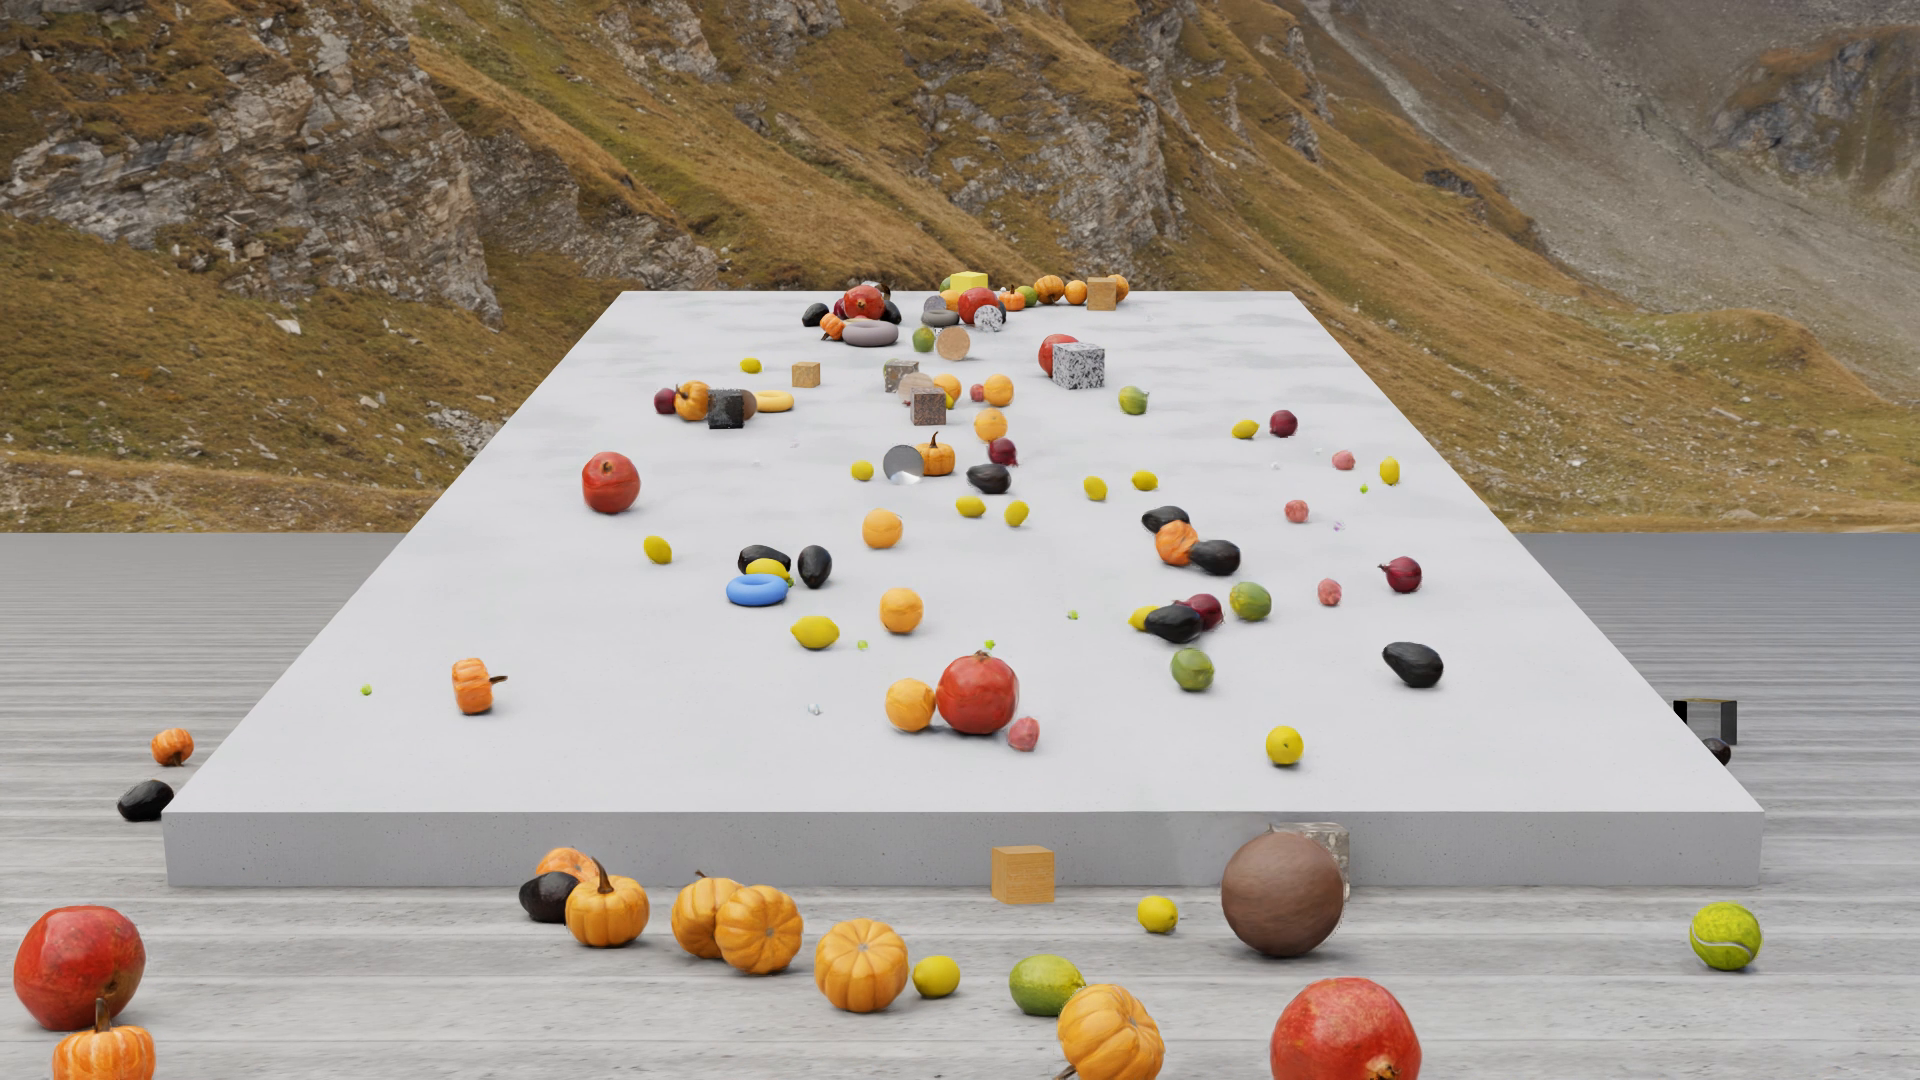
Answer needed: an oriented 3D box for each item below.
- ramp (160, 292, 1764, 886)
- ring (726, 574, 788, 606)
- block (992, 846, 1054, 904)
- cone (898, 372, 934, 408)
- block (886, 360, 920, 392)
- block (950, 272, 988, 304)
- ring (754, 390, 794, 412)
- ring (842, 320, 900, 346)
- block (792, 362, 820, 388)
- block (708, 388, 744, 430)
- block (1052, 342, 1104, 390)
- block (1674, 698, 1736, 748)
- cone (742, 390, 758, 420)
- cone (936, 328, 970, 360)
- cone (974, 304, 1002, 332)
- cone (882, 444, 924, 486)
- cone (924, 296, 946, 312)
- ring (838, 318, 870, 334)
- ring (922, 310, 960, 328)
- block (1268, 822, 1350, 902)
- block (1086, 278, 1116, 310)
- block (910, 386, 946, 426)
[{"bbox_3d":[-0.002,-0.155,4.685,2.000,0.100,4.000,0,16,0],"label":"ramp"},{"bbox_3d":[-0.332,0.081,3.600,0.102,0.034,0.102,-1,16,0],"label":"ring"},{"bbox_3d":[0.076,0.406,2.671,0.060,0.060,0.060,0,0,-16],"label":"block"},{"bbox_3d":[-0.088,-0.332,5.058,0.087,0.087,0.087,0,-11,15],"label":"cone"},{"bbox_3d":[-0.136,-0.386,5.200,0.065,0.065,0.065,4,16,13],"label":"block"},{"bbox_3d":[0.026,-0.736,6.424,0.077,0.077,0.077,12,19,36],"label":"block"},{"bbox_3d":[-0.429,-0.315,5.005,0.105,0.035,0.105,1,17,0],"label":"ring"},{"bbox_3d":[-0.235,-0.542,5.783,0.150,0.050,0.150,-1,16,0],"label":"ring"},{"bbox_3d":[-0.367,-0.394,5.254,0.052,0.052,0.052,5,16,17],"label":"block"},{"bbox_3d":[-0.515,-0.287,4.834,0.073,0.073,0.073,-2,16,-9],"label":"block"},{"bbox_3d":[0.283,-0.417,5.259,0.093,0.093,0.093,-6,17,-21],"label":"block"},{"bbox_3d":[1.540,0.378,4.554,0.092,0.092,0.092,0,0,-43],"label":"block"},{"bbox_3d":[-0.483,-0.292,4.928,0.072,0.072,0.072,0,-11,5],"label":"cone"},{"bbox_3d":[-0.007,-0.487,5.605,0.089,0.089,0.089,0,-11,13],"label":"cone"},{"bbox_3d":[0.075,-0.590,5.982,0.077,0.077,0.077,0,-13,-1],"label":"cone"},{"bbox_3d":[-0.117,-0.140,4.380,0.082,0.082,0.082,0,-11,-7],"label":"cone"},{"bbox_3d":[-0.060,-0.644,6.181,0.068,0.068,0.068,0,-12,18],"label":"cone"},{"bbox_3d":[-0.268,-0.569,5.904,0.114,0.038,0.114,1,15,0],"label":"ring"},{"bbox_3d":[-0.054,-0.608,6.047,0.107,0.036,0.107,1,17,0],"label":"ring"},{"bbox_3d":[0.426,0.393,2.692,0.084,0.084,0.084,0,0,-1],"label":"block"},{"bbox_3d":[0.405,-0.704,6.300,0.082,0.082,0.082,1,16,4],"label":"block"},{"bbox_3d":[-0.071,-0.296,4.870,0.071,0.071,0.071,-2,16,-8],"label":"block"}]
